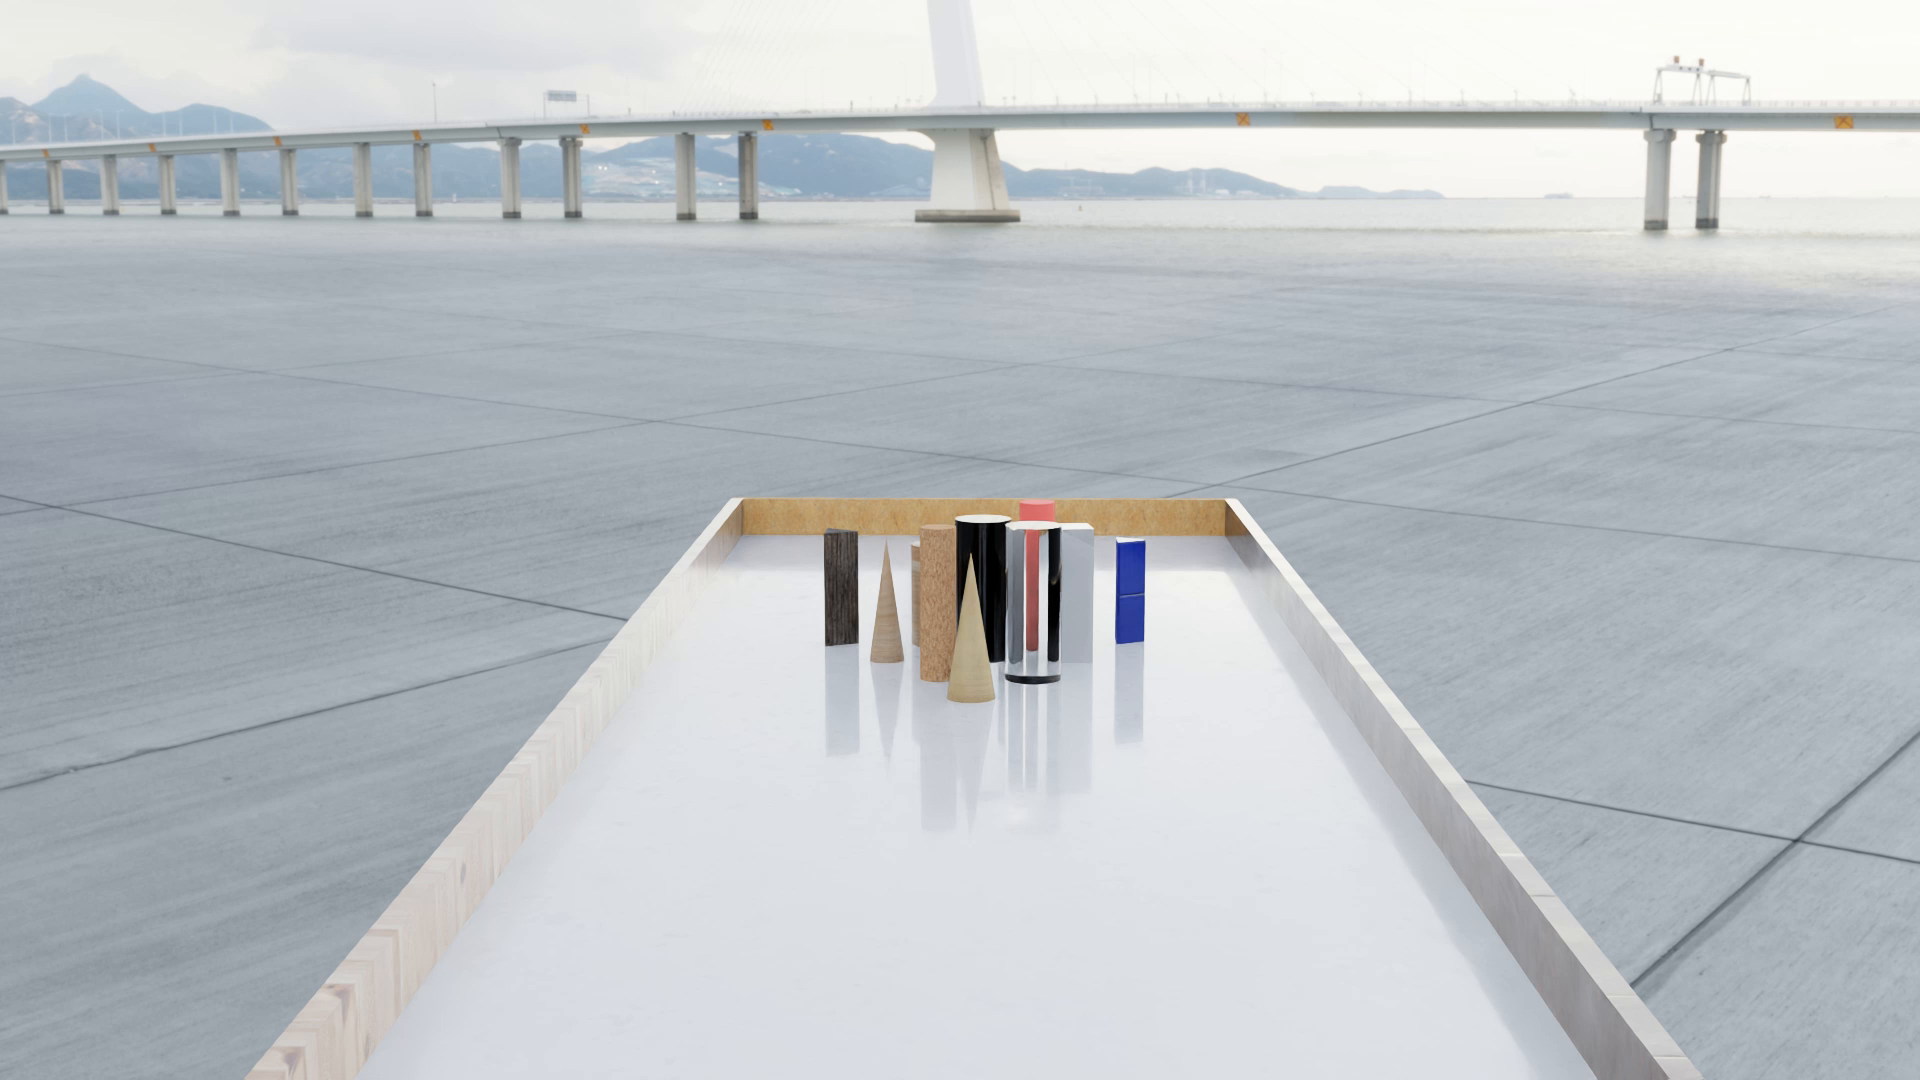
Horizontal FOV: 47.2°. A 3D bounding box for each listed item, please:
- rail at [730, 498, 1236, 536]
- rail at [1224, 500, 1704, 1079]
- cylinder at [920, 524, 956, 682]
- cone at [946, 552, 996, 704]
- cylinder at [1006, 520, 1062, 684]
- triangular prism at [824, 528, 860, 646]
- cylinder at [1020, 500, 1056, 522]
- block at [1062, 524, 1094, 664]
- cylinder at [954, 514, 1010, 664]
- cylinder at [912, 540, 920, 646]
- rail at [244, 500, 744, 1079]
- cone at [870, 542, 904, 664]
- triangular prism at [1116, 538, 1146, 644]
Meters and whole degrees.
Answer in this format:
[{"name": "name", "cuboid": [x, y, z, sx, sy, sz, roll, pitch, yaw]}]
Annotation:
[{"name": "rail", "cuboid": [0.099, -0.098, 9.147, 2.100, 0.150, 0.050, 0, 9, 1]}, {"name": "rail", "cuboid": [1.046, 0.843, 3.208, 0.050, 0.150, 12.000, 0, 9, 1]}, {"name": "cylinder", "cuboid": [-0.064, 0.184, 6.414, 0.106, 0.449, 0.106, 0, 9, 0]}, {"name": "cone", "cuboid": [0.031, 0.238, 6.172, 0.138, 0.418, 0.138, 0, 9, 0]}, {"name": "cylinder", "cuboid": [0.214, 0.181, 6.415, 0.165, 0.454, 0.165, 0, 9, 0]}, {"name": "triangular prism", "cuboid": [-0.393, 0.146, 6.945, 0.115, 0.357, 0.099, -4, 10, -26]}, {"name": "cylinder", "cuboid": [0.241, 0.105, 6.901, 0.111, 0.453, 0.111, 0, 9, 0]}, {"name": "block", "cuboid": [0.337, 0.161, 6.684, 0.119, 0.410, 0.119, -1, 9, -7]}, {"name": "cylinder", "cuboid": [0.070, 0.147, 6.705, 0.170, 0.430, 0.170, 0, 9, 0]}, {"name": "cylinder", "cuboid": [-0.069, 0.168, 6.936, 0.171, 0.317, 0.171, 0, 9, 0]}, {"name": "rail", "cuboid": [-1.004, 0.839, 3.234, 0.050, 0.150, 12.000, 0, 9, 1]}, {"name": "cone", "cuboid": [-0.222, 0.178, 6.675, 0.106, 0.379, 0.106, 0, 9, 0]}, {"name": "triangular prism", "cuboid": [0.520, 0.158, 6.973, 0.102, 0.325, 0.089, -5, 10, -29]}]
